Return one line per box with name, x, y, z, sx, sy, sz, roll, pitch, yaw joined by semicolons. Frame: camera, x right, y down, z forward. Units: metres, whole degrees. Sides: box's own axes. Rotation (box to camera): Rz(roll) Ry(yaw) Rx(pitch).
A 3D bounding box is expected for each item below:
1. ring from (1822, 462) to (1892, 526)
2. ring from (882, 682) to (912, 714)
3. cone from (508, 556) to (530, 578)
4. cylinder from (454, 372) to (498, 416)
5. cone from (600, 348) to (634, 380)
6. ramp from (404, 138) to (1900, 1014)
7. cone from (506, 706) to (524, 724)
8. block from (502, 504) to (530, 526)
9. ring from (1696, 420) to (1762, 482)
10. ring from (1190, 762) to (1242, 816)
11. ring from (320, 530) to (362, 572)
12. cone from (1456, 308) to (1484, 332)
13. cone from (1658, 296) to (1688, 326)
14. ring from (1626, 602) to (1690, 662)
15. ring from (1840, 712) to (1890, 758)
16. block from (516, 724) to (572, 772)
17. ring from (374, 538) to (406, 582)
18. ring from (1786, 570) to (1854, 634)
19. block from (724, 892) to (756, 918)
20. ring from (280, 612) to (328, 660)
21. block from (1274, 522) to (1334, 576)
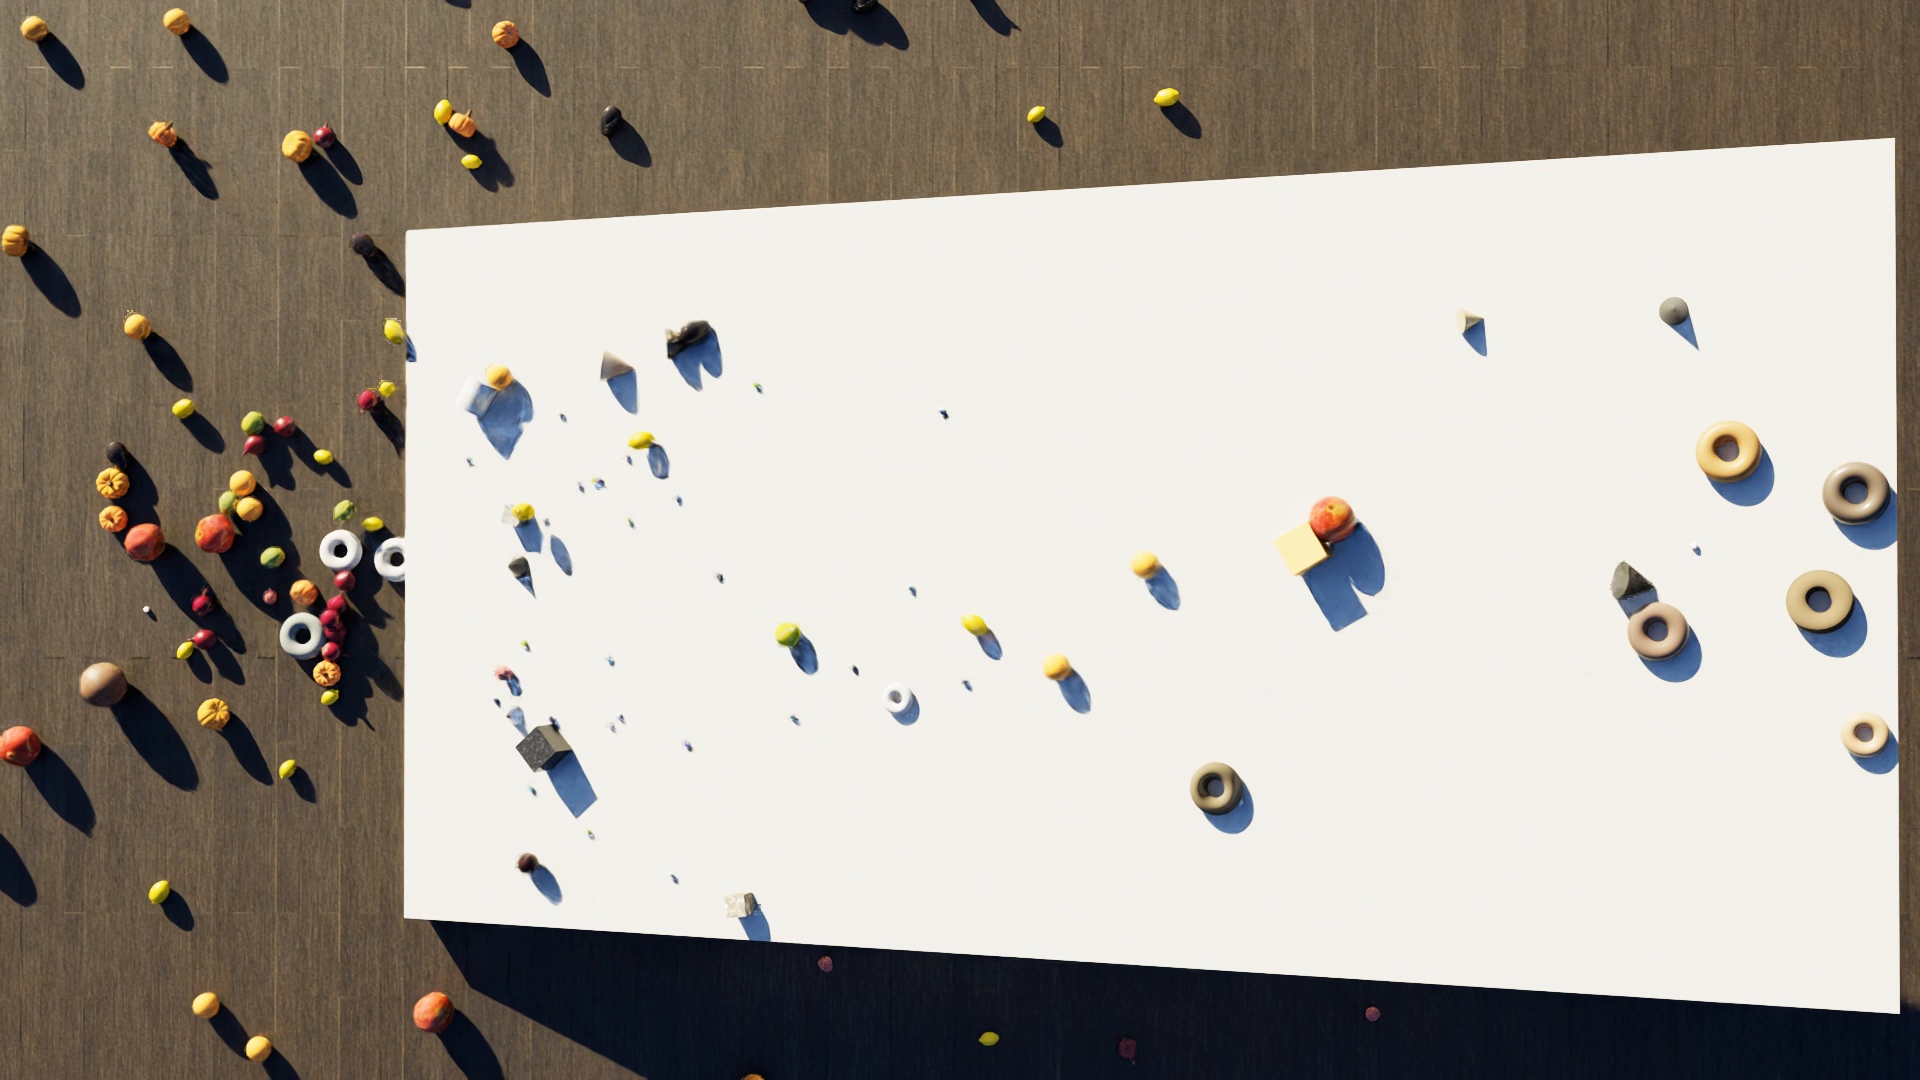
ring;2.052;-0.106;5.034;0.148;0.049;0.148;-1;88;20
ring;-0.166;0.422;5.851;0.086;0.029;0.086;0;90;19
cone;-1.268;0.075;6.240;0.066;0.066;0.066;0;89;20
cylinder;-1.378;-0.414;6.268;0.093;0.093;0.093;29;100;0
cone;-0.952;-0.485;6.144;0.094;0.094;0.094;7;89;-6
ramp;0.281;0.089;5.760;4.000;0.100;2.000;0;89;20
cone;-1.275;0.500;6.242;0.055;0.055;0.055;0;89;20
block;-1.263;-0.070;6.246;0.054;0.054;0.054;8;92;20
ring;1.793;-0.206;5.130;0.146;0.049;0.146;-1;88;20
ring;0.645;0.627;5.542;0.135;0.045;0.135;0;90;19
ring;-1.823;0.032;6.476;0.124;0.041;0.124;0;90;-1
cone;1.247;-0.536;5.346;0.060;0.060;0.060;-6;89;-7
cone;1.676;-0.542;5.167;0.067;0.067;0.067;0;89;20
ring;1.644;0.216;5.180;0.141;0.047;0.141;0;90;21
ring;2.070;0.445;5.027;0.106;0.035;0.106;-1;88;21
block;-1.170;0.586;6.182;0.093;0.093;0.093;-43;76;14
ring;-1.657;0.058;6.474;0.131;0.044;0.131;0;88;0
ring;1.978;0.142;5.058;0.148;0.049;0.148;-1;88;20
block;-0.600;0.994;5.987;0.058;0.058;0.058;-8;86;20
ring;-1.931;0.283;6.470;0.139;0.046;0.139;0;89;-1
block;0.851;0.021;5.447;0.097;0.097;0.097;-32;79;17
